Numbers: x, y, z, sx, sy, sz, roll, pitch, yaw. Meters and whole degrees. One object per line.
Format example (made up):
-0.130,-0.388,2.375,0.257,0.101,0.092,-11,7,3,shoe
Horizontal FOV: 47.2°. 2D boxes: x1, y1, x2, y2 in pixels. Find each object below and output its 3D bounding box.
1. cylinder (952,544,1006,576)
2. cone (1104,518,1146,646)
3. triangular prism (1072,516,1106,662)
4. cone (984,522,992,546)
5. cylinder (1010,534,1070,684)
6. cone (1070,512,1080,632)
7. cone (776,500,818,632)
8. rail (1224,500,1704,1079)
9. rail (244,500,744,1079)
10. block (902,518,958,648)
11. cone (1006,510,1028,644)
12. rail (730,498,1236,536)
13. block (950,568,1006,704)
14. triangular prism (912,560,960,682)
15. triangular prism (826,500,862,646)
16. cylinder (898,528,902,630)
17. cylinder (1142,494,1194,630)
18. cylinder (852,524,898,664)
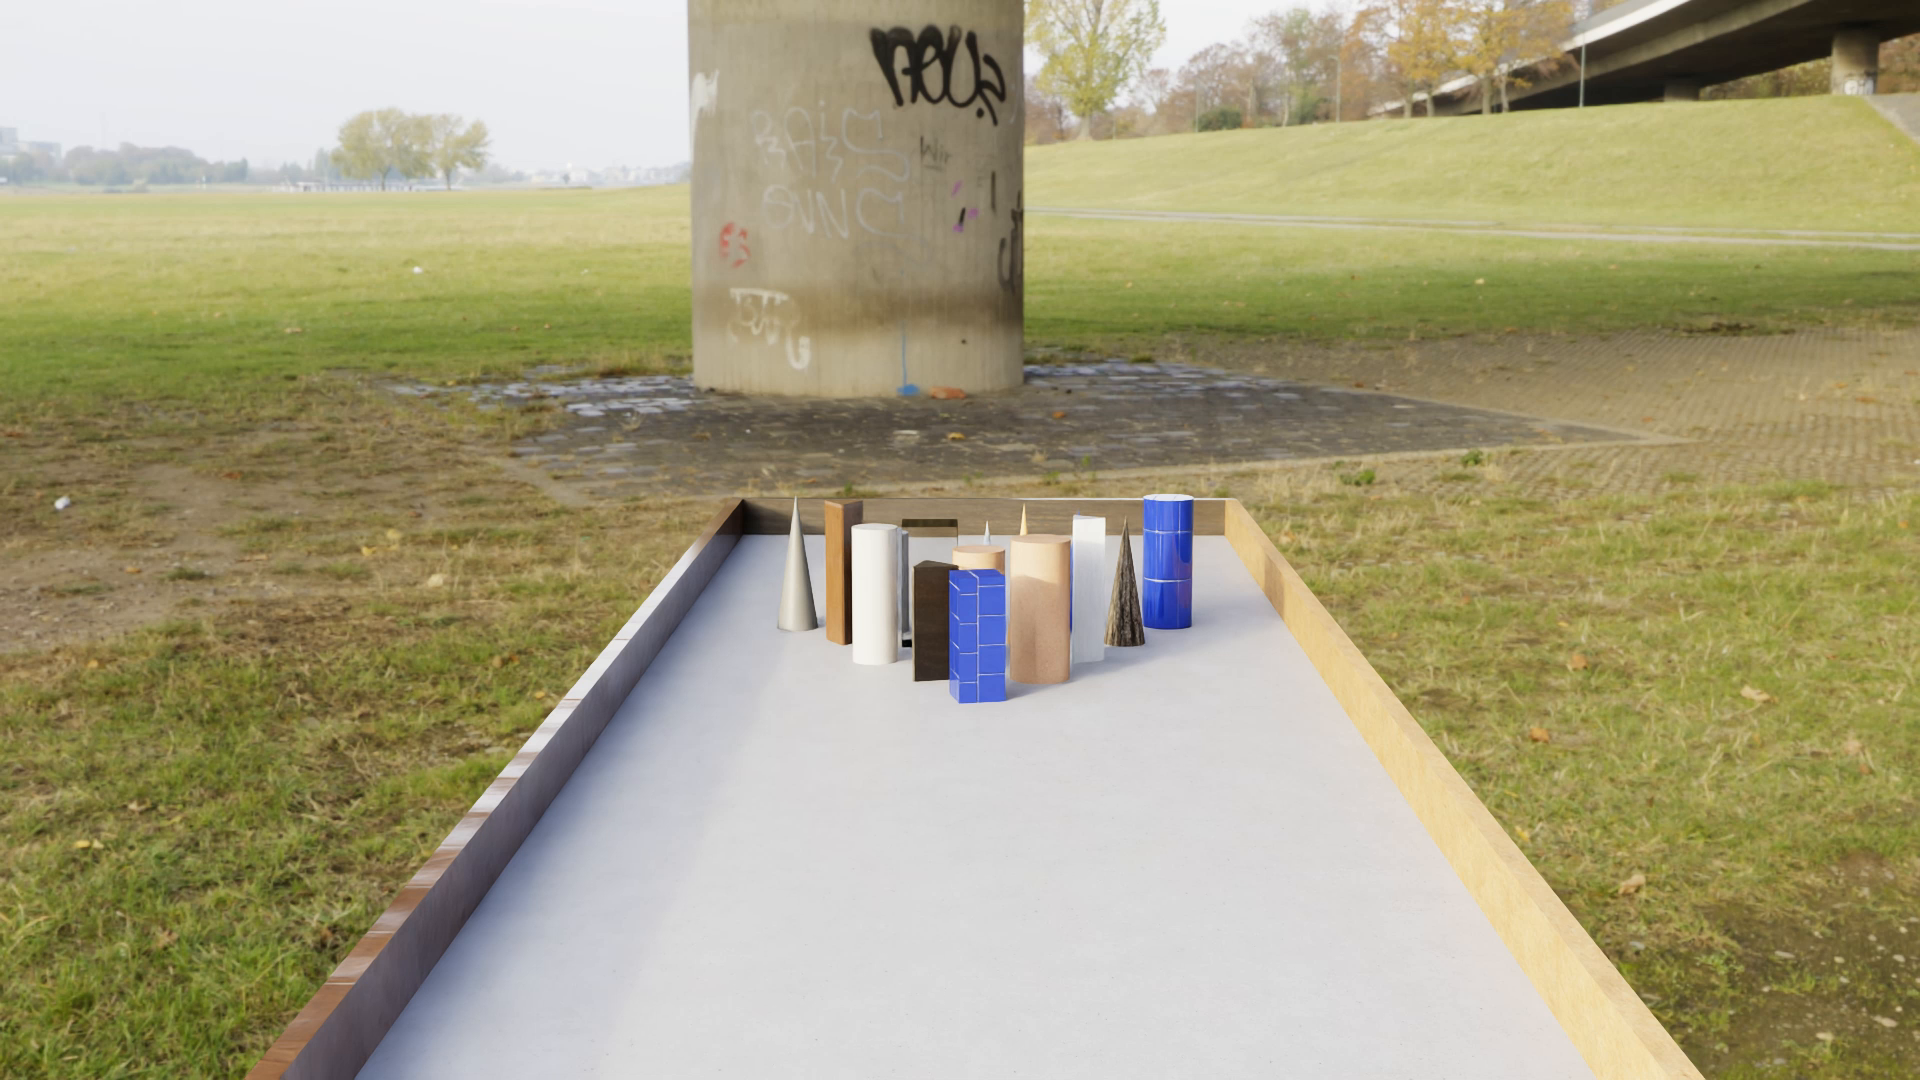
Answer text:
0.057,0.195,6.690,0.161,0.340,0.161,0,9,0,cylinder
0.520,0.122,6.929,0.132,0.411,0.132,0,9,0,cone
0.369,0.146,6.688,0.109,0.437,0.094,-5,10,-27,triangular prism
0.089,0.109,7.218,0.120,0.345,0.120,0,9,0,cone
0.234,0.201,6.425,0.176,0.413,0.176,0,9,0,cylinder
0.385,0.093,7.178,0.145,0.390,0.145,0,9,0,cone
-0.533,0.066,7.172,0.136,0.445,0.136,0,9,0,cone
1.046,0.843,3.208,0.050,0.150,12.000,0,9,1,rail
-1.004,0.839,3.234,0.050,0.150,12.000,0,9,1,rail
-0.095,0.134,6.944,0.176,0.381,0.176,0,9,-1,block
0.201,0.104,6.930,0.107,0.445,0.107,0,9,0,cone
0.099,-0.098,9.147,2.100,0.150,0.050,0,9,1,rail
0.048,0.269,6.180,0.132,0.355,0.132,-2,9,-12,block
-0.085,0.234,6.454,0.138,0.337,0.120,-2,9,-15,triangular prism
-0.381,0.099,6.953,0.102,0.448,0.118,5,10,30,triangular prism
-0.222,0.126,7.185,0.110,0.323,0.110,0,9,0,cylinder
0.681,0.070,7.211,0.165,0.424,0.165,0,9,0,cylinder
-0.258,0.163,6.667,0.137,0.411,0.137,0,9,0,cylinder
